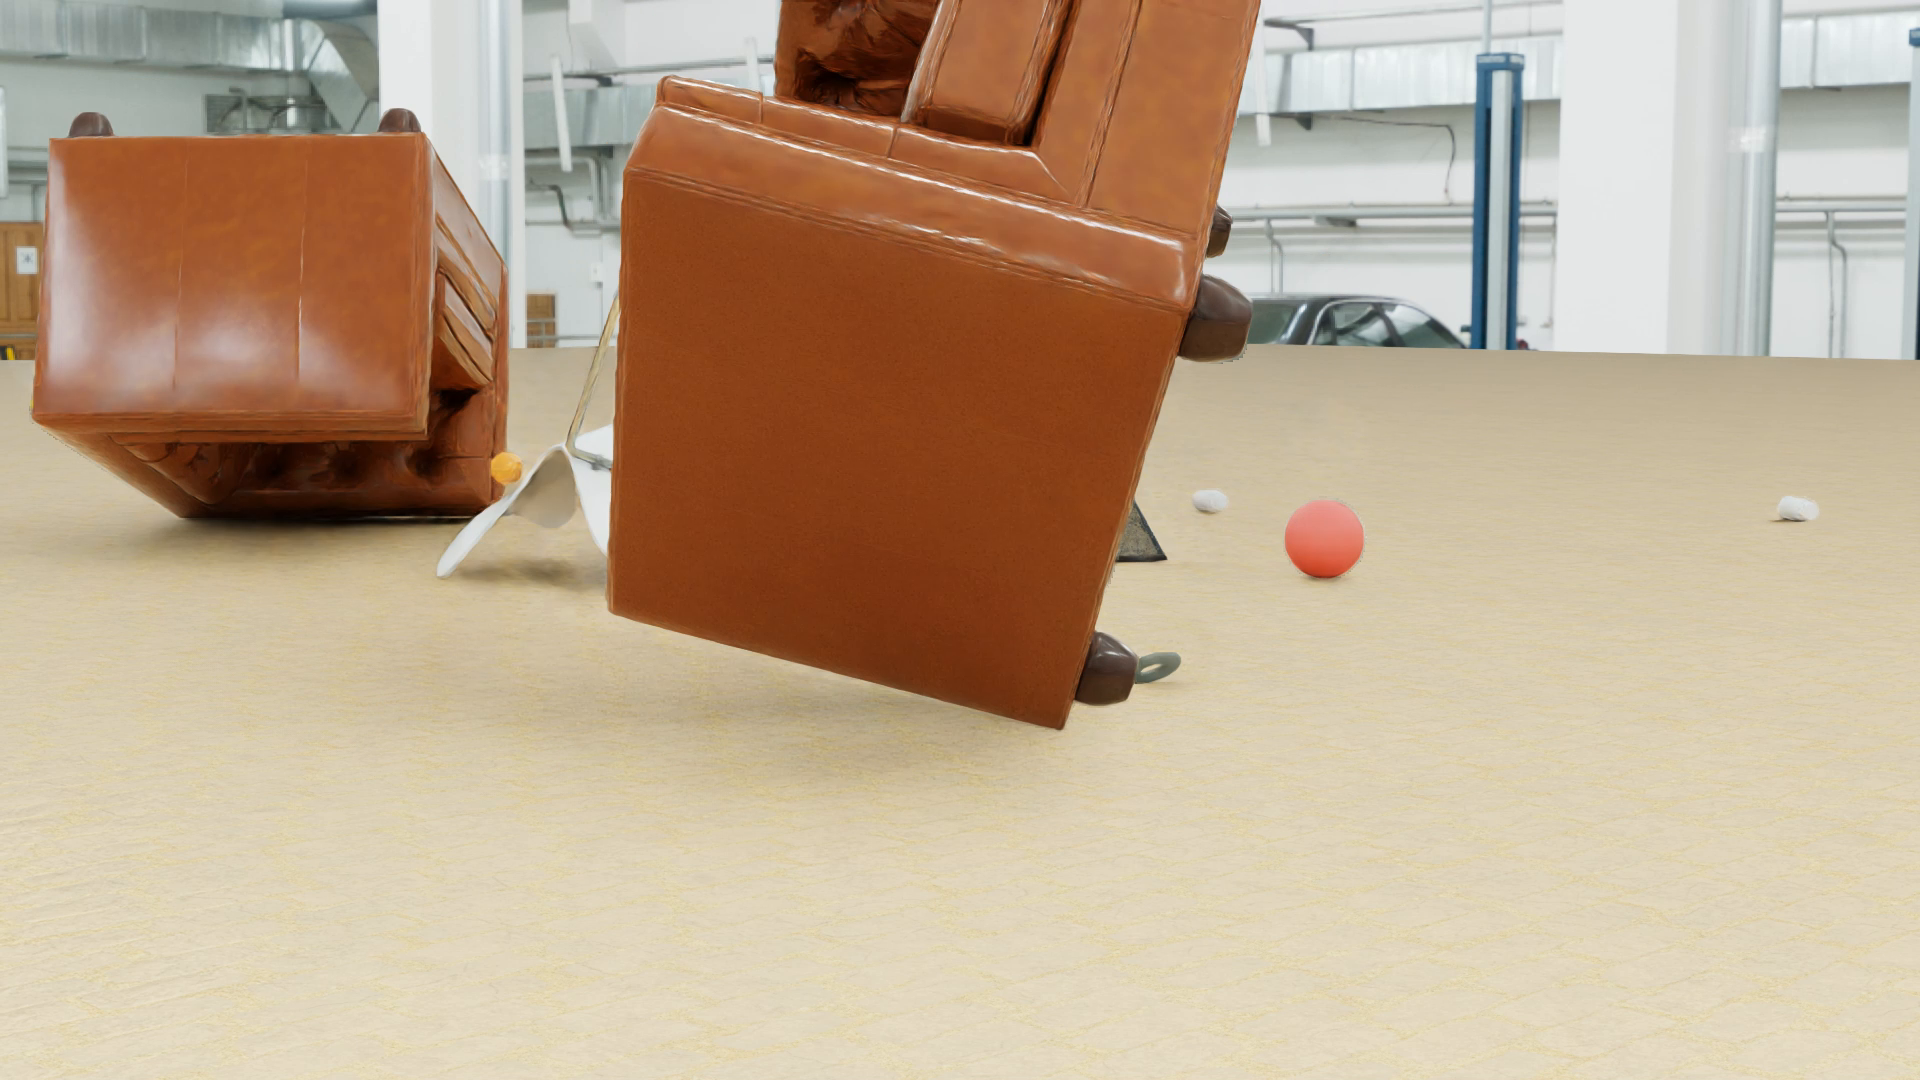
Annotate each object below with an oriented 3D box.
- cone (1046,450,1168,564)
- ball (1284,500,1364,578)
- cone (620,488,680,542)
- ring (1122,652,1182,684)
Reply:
[{"bbox_3d":[0.340,-0.081,5.944,0.289,0.256,0.115,-1,6,-8],"label":"cone"},{"bbox_3d":[0.794,-0.003,5.596,0.173,0.173,0.173,0,6,0],"label":"ball"},{"bbox_3d":[-0.750,-0.030,6.379,0.155,0.159,0.114,32,58,26],"label":"cone"},{"bbox_3d":[0.309,0.206,4.135,0.103,0.016,0.078,-15,-33,-8],"label":"ring"}]
